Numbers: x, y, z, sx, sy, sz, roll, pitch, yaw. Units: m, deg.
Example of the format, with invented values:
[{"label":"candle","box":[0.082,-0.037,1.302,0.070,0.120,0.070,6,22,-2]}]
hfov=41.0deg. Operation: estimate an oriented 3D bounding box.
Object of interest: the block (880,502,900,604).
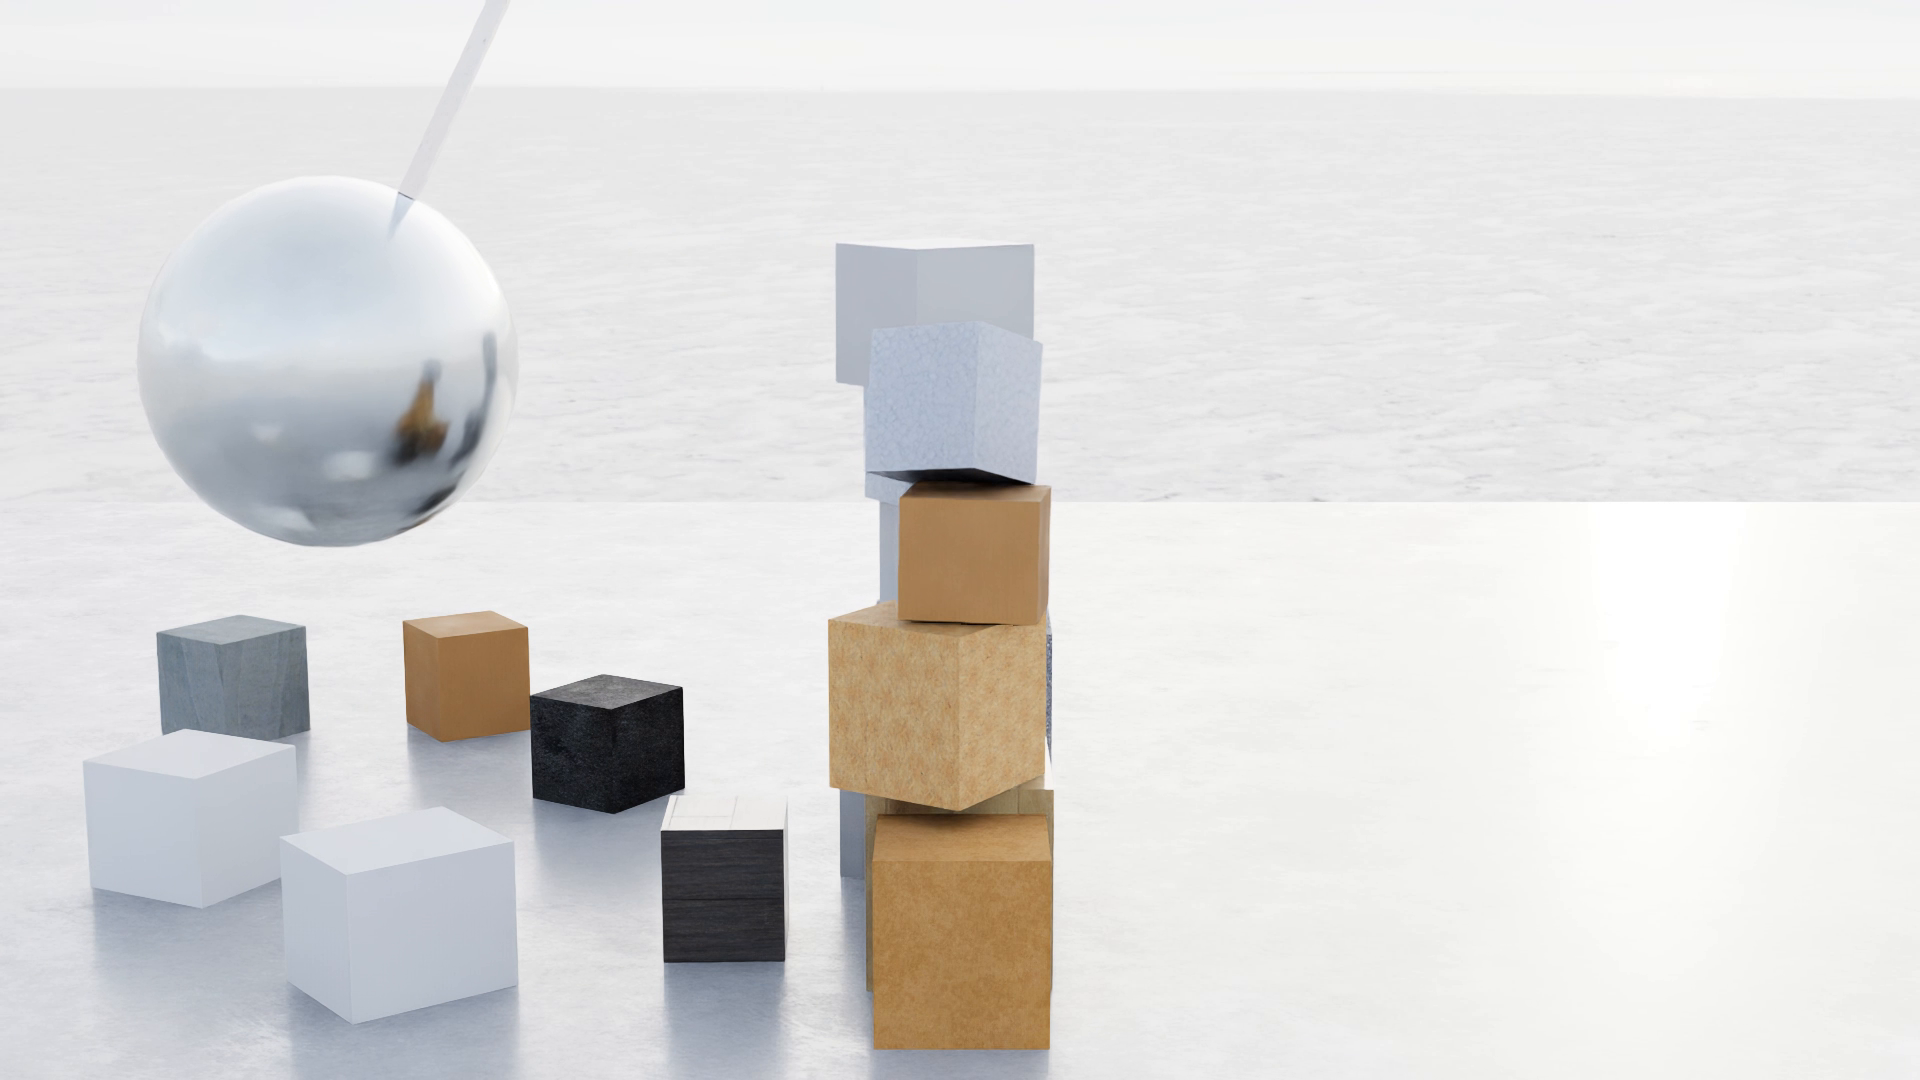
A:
[{"label":"block","box":[-0.016,0.049,12.545,0.517,0.536,0.560,8,13,37]}]

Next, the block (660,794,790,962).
[{"label":"block","box":[-0.951,1.375,10.465,0.486,0.550,0.496,0,10,-2]}]

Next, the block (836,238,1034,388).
[{"label":"block","box":[-0.120,-1.074,12.174,0.707,0.666,0.622,-8,13,-38]}]

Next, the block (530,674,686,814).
[{"label":"block","box":[-1.733,0.996,12.637,0.519,0.519,0.545,7,12,32]}]

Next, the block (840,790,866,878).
[{"label":"block","box":[-0.143,1.082,11.636,0.746,0.708,0.720,0,10,2]}]

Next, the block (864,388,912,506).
[{"label":"block","box":[-0.095,-0.476,12.338,0.545,0.568,0.514,-6,12,-32]}]

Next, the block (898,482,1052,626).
[{"label":"block","box":[0.060,0.044,9.792,0.525,0.463,0.480,2,9,7]}]

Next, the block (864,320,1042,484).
[{"label":"block","box":[-0.022,-0.515,9.943,0.495,0.559,0.457,-1,-8,33]}]

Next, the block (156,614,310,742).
[{"label":"block","box":[-3.899,0.760,13.778,0.533,0.576,0.563,7,13,35]}]

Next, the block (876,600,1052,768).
[{"label":"block","box":[0.009,0.828,12.388,0.842,0.939,0.818,0,10,0]}]

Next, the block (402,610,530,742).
[{"label":"block","box":[-2.681,0.733,13.944,0.513,0.568,0.523,-7,12,-32]}]

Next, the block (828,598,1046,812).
[{"label":"block","box":[-0.084,0.606,9.873,0.593,0.659,0.620,7,12,32]}]

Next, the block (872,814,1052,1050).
[{"label":"block","box":[0.007,1.452,9.583,0.642,0.714,0.600,0,10,0]}]

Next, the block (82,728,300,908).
[{"label":"block","box":[-3.374,1.214,11.294,0.649,0.570,0.616,5,12,27]}]

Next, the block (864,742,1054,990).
[{"label":"block","box":[-0.004,1.281,10.261,0.723,0.808,0.781,0,10,0]}]

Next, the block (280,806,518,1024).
[{"label":"block","box":[-2.183,1.445,9.990,0.696,0.583,0.607,-8,13,-37]}]

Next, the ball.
[{"label":"ball","box":[-2.707,-0.764,11.041,1.600,1.600,1.600,0,10,0]}]

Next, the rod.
[{"label":"rod","box":[-1.173,-3.749,10.499,0.080,5.200,0.080,26,9,-5]}]
